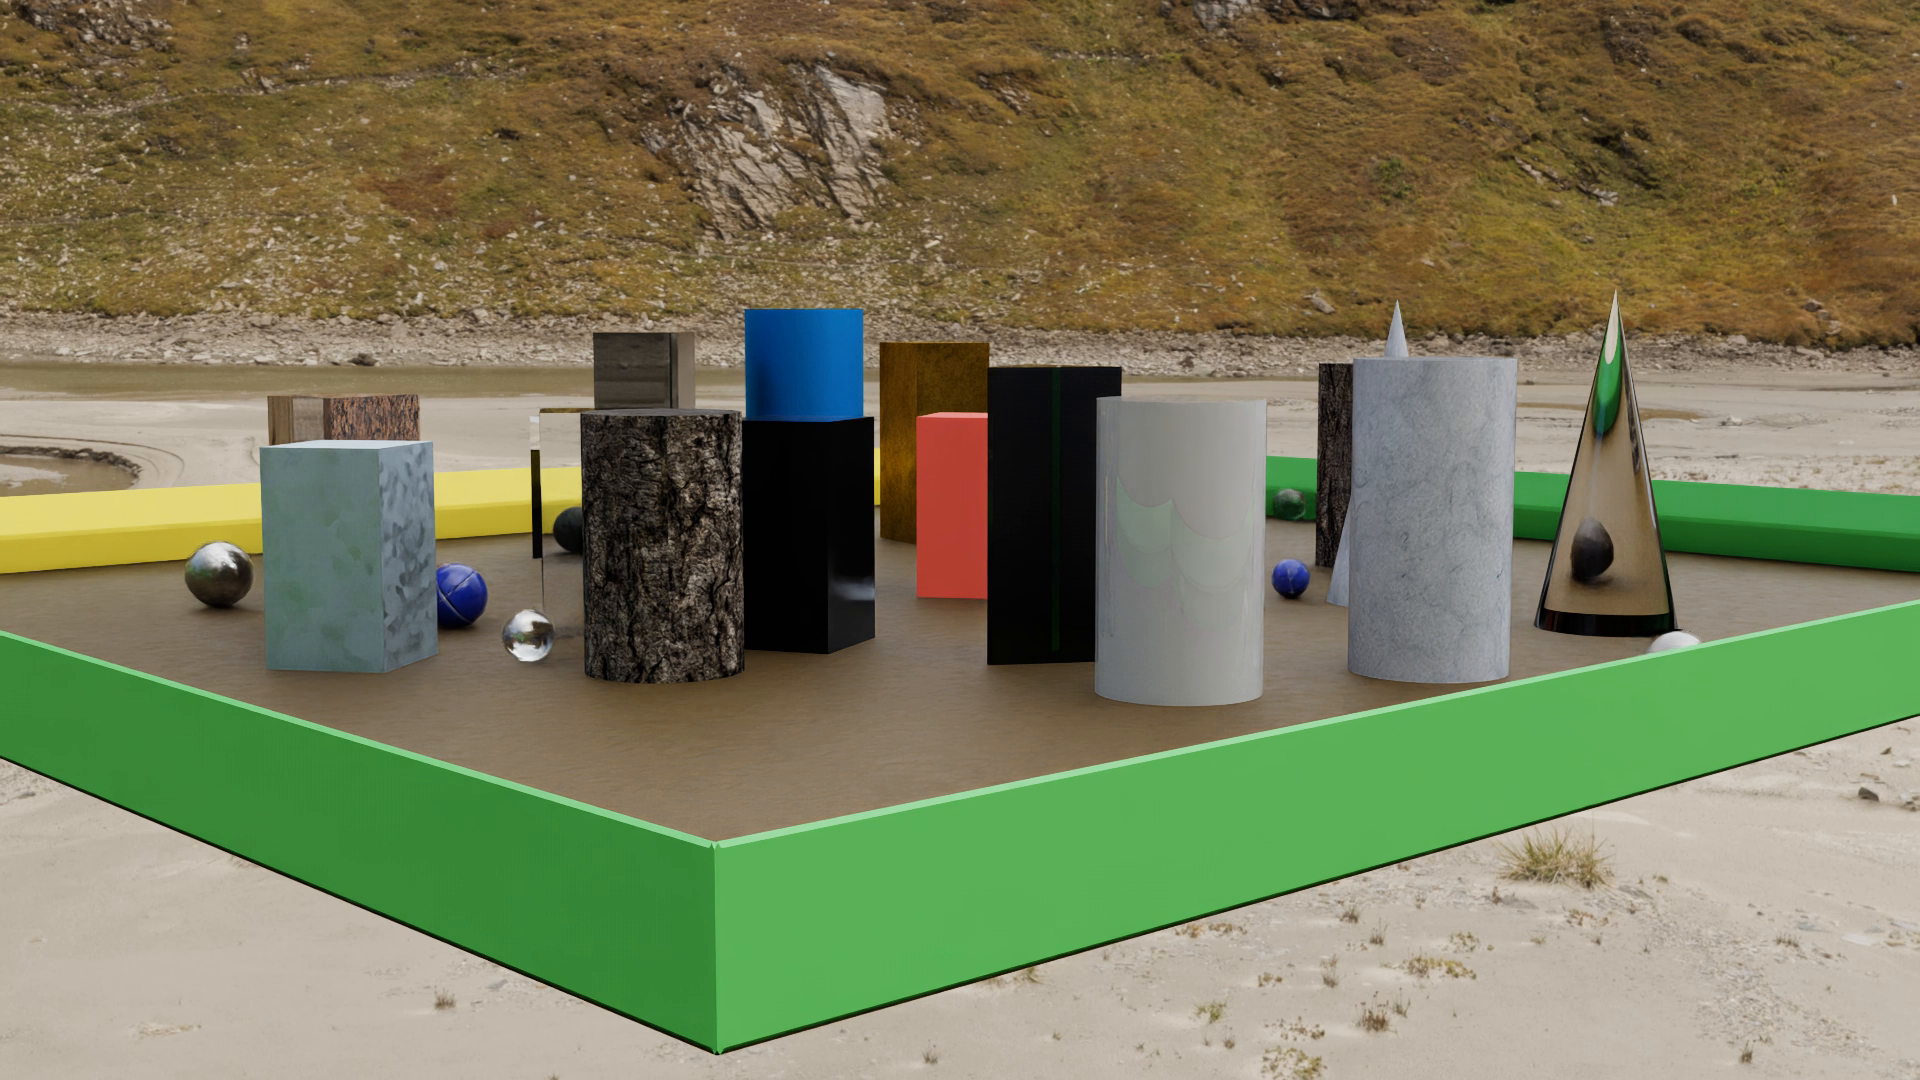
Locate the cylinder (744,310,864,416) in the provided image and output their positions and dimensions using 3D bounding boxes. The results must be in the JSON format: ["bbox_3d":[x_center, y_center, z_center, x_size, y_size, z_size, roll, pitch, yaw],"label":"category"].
[{"bbox_3d":[-0.260,-0.162,3.683,0.197,0.446,0.197,0,6,0],"label":"cylinder"}]

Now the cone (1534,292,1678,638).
[{"bbox_3d":[0.910,-0.113,3.076,0.197,0.475,0.197,0,6,0],"label":"cone"}]

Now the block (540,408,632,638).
[{"bbox_3d":[-0.504,-0.028,3.070,0.157,0.306,0.157,-1,6,-10],"label":"block"}]

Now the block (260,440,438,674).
[{"bbox_3d":[-0.771,0.017,2.784,0.157,0.276,0.157,1,6,11],"label":"block"}]

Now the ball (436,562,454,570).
[{"bbox_3d":[-0.746,0.072,3.203,0.080,0.080,0.080,0,6,0],"label":"ball"}]

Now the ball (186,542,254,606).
[{"bbox_3d":[-1.114,0.052,3.308,0.098,0.098,0.098,0,6,0],"label":"ball"}]

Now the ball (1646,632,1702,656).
[{"bbox_3d":[0.834,0.143,2.558,0.073,0.073,0.073,0,6,0],"label":"ball"}]

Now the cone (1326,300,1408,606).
[{"bbox_3d":[0.662,-0.136,3.351,0.197,0.462,0.197,0,6,0],"label":"cone"}]

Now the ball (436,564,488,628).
[{"bbox_3d":[-0.709,0.078,3.092,0.091,0.091,0.091,0,6,0],"label":"ball"}]

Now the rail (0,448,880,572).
[{"bbox_3d":[-0.930,-0.071,4.334,2.971,0.128,0.045,-5,8,-42],"label":"rail"}]

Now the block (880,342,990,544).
[{"bbox_3d":[-0.050,-0.192,4.272,0.157,0.382,0.157,-3,7,-28],"label":"block"}]

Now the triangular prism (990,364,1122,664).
[{"bbox_3d":[0.104,-0.038,2.839,0.170,0.374,0.148,-1,6,-12],"label":"triangular prism"}]

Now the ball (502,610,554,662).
[{"bbox_3d":[-0.548,0.122,2.792,0.066,0.066,0.066,0,6,0],"label":"ball"}]

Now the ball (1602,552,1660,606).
[{"bbox_3d":[1.011,0.058,3.317,0.083,0.083,0.083,0,6,0],"label":"ball"}]

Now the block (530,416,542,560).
[{"bbox_3d":[-0.660,-0.096,3.963,0.157,0.256,0.157,4,7,30],"label":"block"}]

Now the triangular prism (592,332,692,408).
[{"bbox_3d":[-0.483,-0.135,3.598,0.170,0.409,0.148,4,7,32],"label":"triangular prism"}]

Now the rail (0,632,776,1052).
[{"bbox_3d":[-1.074,0.136,2.346,0.045,0.128,2.790,-5,8,-42],"label":"rail"}]

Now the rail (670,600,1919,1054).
[{"bbox_3d":[0.930,0.138,2.330,2.971,0.128,0.045,-5,8,-42],"label":"rail"}]

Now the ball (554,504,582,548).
[{"bbox_3d":[-0.717,-0.025,4.111,0.084,0.084,0.084,0,6,0],"label":"ball"}]

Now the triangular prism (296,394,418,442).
[{"bbox_3d":[-0.821,-0.037,3.050,0.148,0.328,0.170,-3,7,-30],"label":"triangular prism"}]

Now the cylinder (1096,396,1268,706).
[{"bbox_3d":[0.256,0.007,2.561,0.197,0.343,0.197,0,6,0],"label":"cylinder"}]

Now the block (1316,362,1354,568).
[{"bbox_3d":[0.729,-0.128,3.800,0.157,0.353,0.157,-3,7,-29],"label":"block"}]

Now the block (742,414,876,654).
[{"bbox_3d":[-0.217,-0.012,2.939,0.157,0.301,0.157,2,6,20],"label":"block"}]

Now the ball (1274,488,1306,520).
[{"bbox_3d":[0.699,-0.075,4.658,0.069,0.069,0.069,0,6,0],"label":"ball"}]

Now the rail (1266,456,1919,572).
[{"bbox_3d":[1.074,-0.070,4.318,0.045,0.128,2.790,-5,8,-42],"label":"rail"}]

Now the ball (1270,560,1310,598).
[{"bbox_3d":[0.513,0.060,3.419,0.059,0.059,0.059,0,6,0],"label":"ball"}]

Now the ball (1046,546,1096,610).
[{"bbox_3d":[0.177,0.056,3.270,0.097,0.097,0.097,0,6,0],"label":"ball"}]

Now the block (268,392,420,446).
[{"bbox_3d":[-0.935,-0.063,3.356,0.157,0.316,0.157,3,7,29],"label":"block"}]

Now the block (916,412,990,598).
[{"bbox_3d":[0.026,-0.057,3.472,0.157,0.280,0.157,1,6,12],"label":"block"}]

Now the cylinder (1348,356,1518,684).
[{"bbox_3d":[0.581,-0.031,2.712,0.197,0.386,0.197,0,6,0],"label":"cylinder"}]

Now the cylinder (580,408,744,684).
[{"bbox_3d":[-0.366,0.002,2.713,0.197,0.320,0.197,0,6,0],"label":"cylinder"}]
